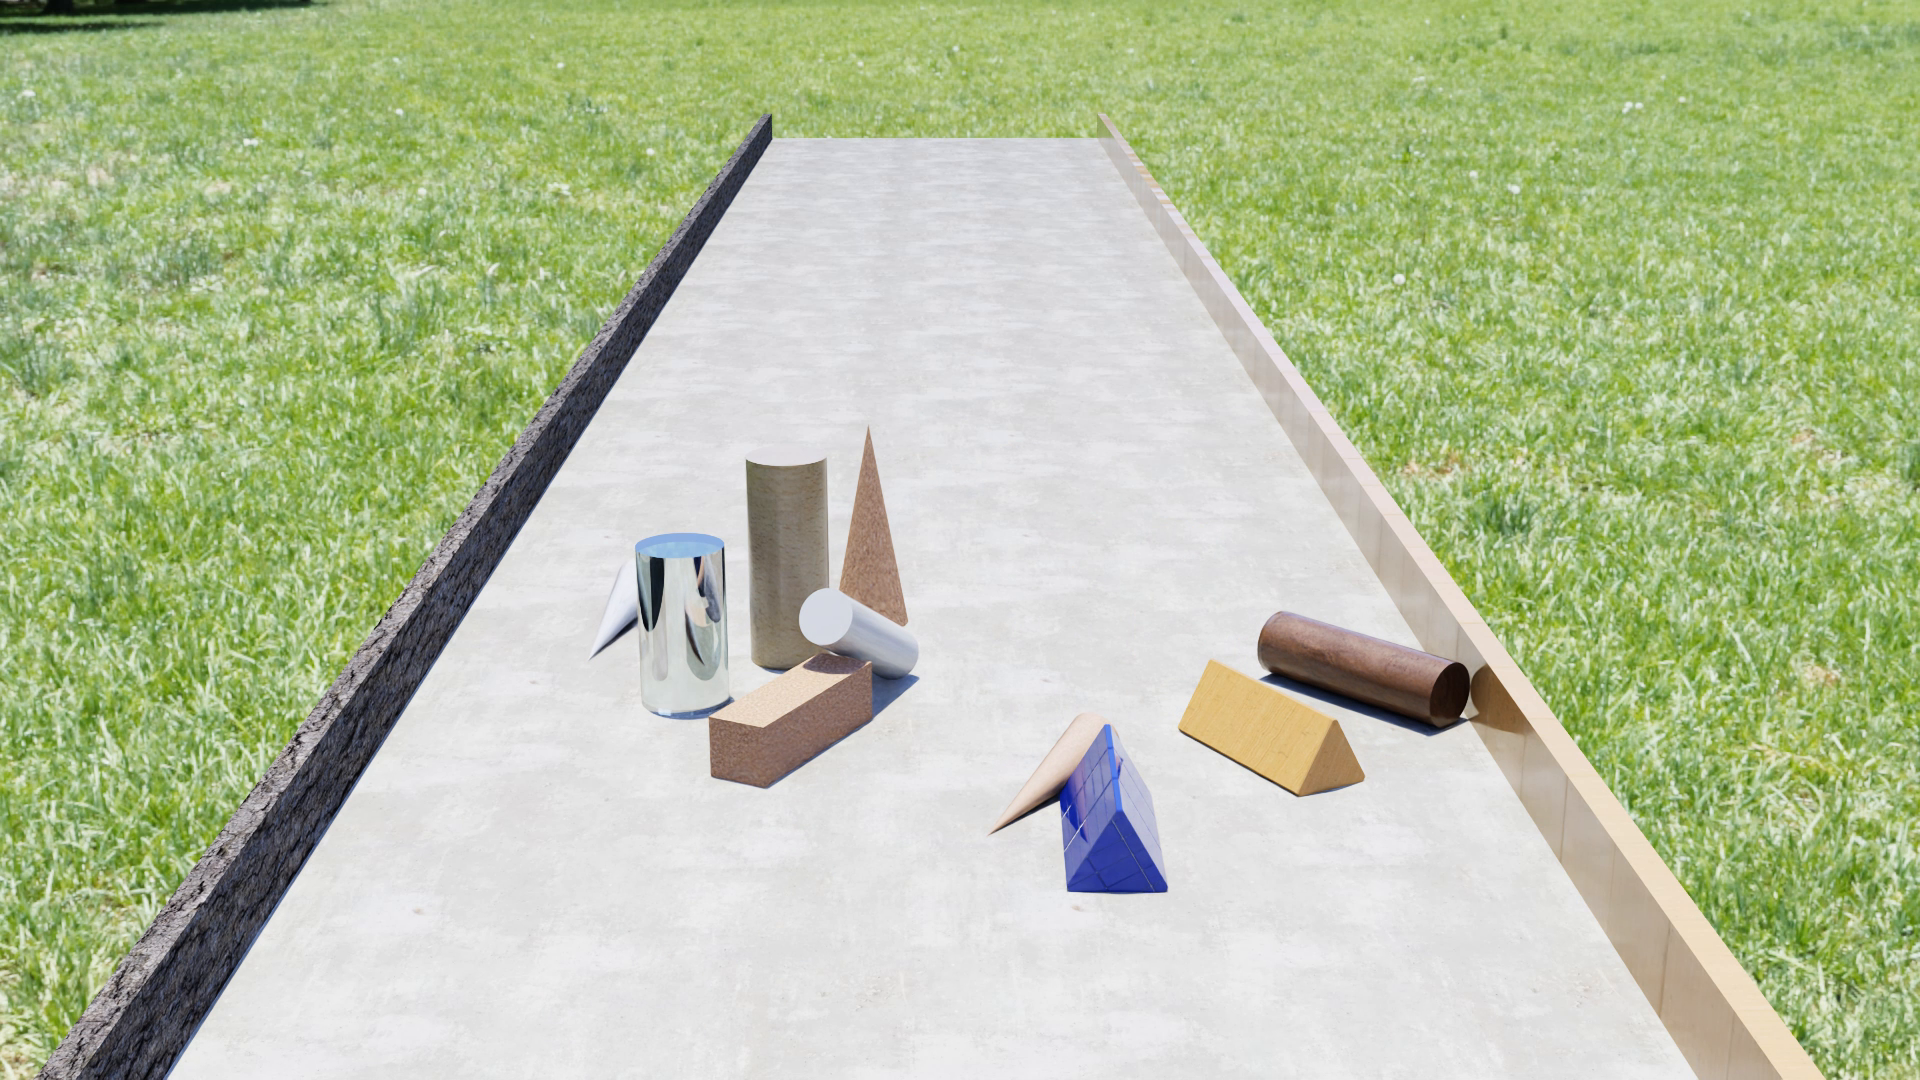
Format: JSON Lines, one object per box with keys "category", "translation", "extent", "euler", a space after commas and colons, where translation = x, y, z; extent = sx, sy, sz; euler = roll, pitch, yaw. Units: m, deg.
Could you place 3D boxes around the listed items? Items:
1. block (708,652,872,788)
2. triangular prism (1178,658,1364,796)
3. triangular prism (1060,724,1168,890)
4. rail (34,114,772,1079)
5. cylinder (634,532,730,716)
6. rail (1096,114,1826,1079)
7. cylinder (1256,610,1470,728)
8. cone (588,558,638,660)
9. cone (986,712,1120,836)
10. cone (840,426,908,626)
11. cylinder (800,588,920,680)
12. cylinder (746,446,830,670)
{"category": "block", "translation": [-0.299, 0.319, 3.957], "extent": [0.112, 0.112, 0.374], "euler": [8, 19, 26]}
{"category": "triangular prism", "translation": [0.551, 0.322, 3.913], "extent": [0.145, 0.125, 0.355], "euler": [-10, 19, -28]}
{"category": "triangular prism", "translation": [0.246, 0.425, 3.552], "extent": [0.154, 0.133, 0.363], "euler": [1, 17, 1]}
{"category": "rail", "translation": [-1.118, -0.838, 7.780], "extent": [0.050, 0.150, 12.000], "euler": [0, 17, -1]}
{"category": "cylinder", "translation": [-0.524, 0.158, 4.154], "extent": [0.167, 0.309, 0.167], "euler": [0, 17, 0]}
{"category": "rail", "translation": [0.932, -0.844, 7.801], "extent": [0.050, 0.150, 12.000], "euler": [0, 17, -1]}
{"category": "cylinder", "translation": [0.764, 0.243, 4.189], "extent": [0.126, 0.126, 0.408], "euler": [-15, 22, -40]}
{"category": "cone", "translation": [-0.718, 0.166, 4.579], "extent": [0.104, 0.104, 0.389], "euler": [2, 24, 8]}
{"category": "cone", "translation": [0.140, 0.418, 3.735], "extent": [0.100, 0.100, 0.373], "euler": [10, 27, 31]}
{"category": "cone", "translation": [-0.189, -0.034, 4.588], "extent": [0.159, 0.430, 0.159], "euler": [0, 17, 0]}
{"category": "cylinder", "translation": [-0.188, 0.181, 4.166], "extent": [0.107, 0.107, 0.332], "euler": [7, -12, 23]}
{"category": "cylinder", "translation": [-0.341, 0.035, 4.372], "extent": [0.160, 0.419, 0.160], "euler": [0, 17, 0]}
